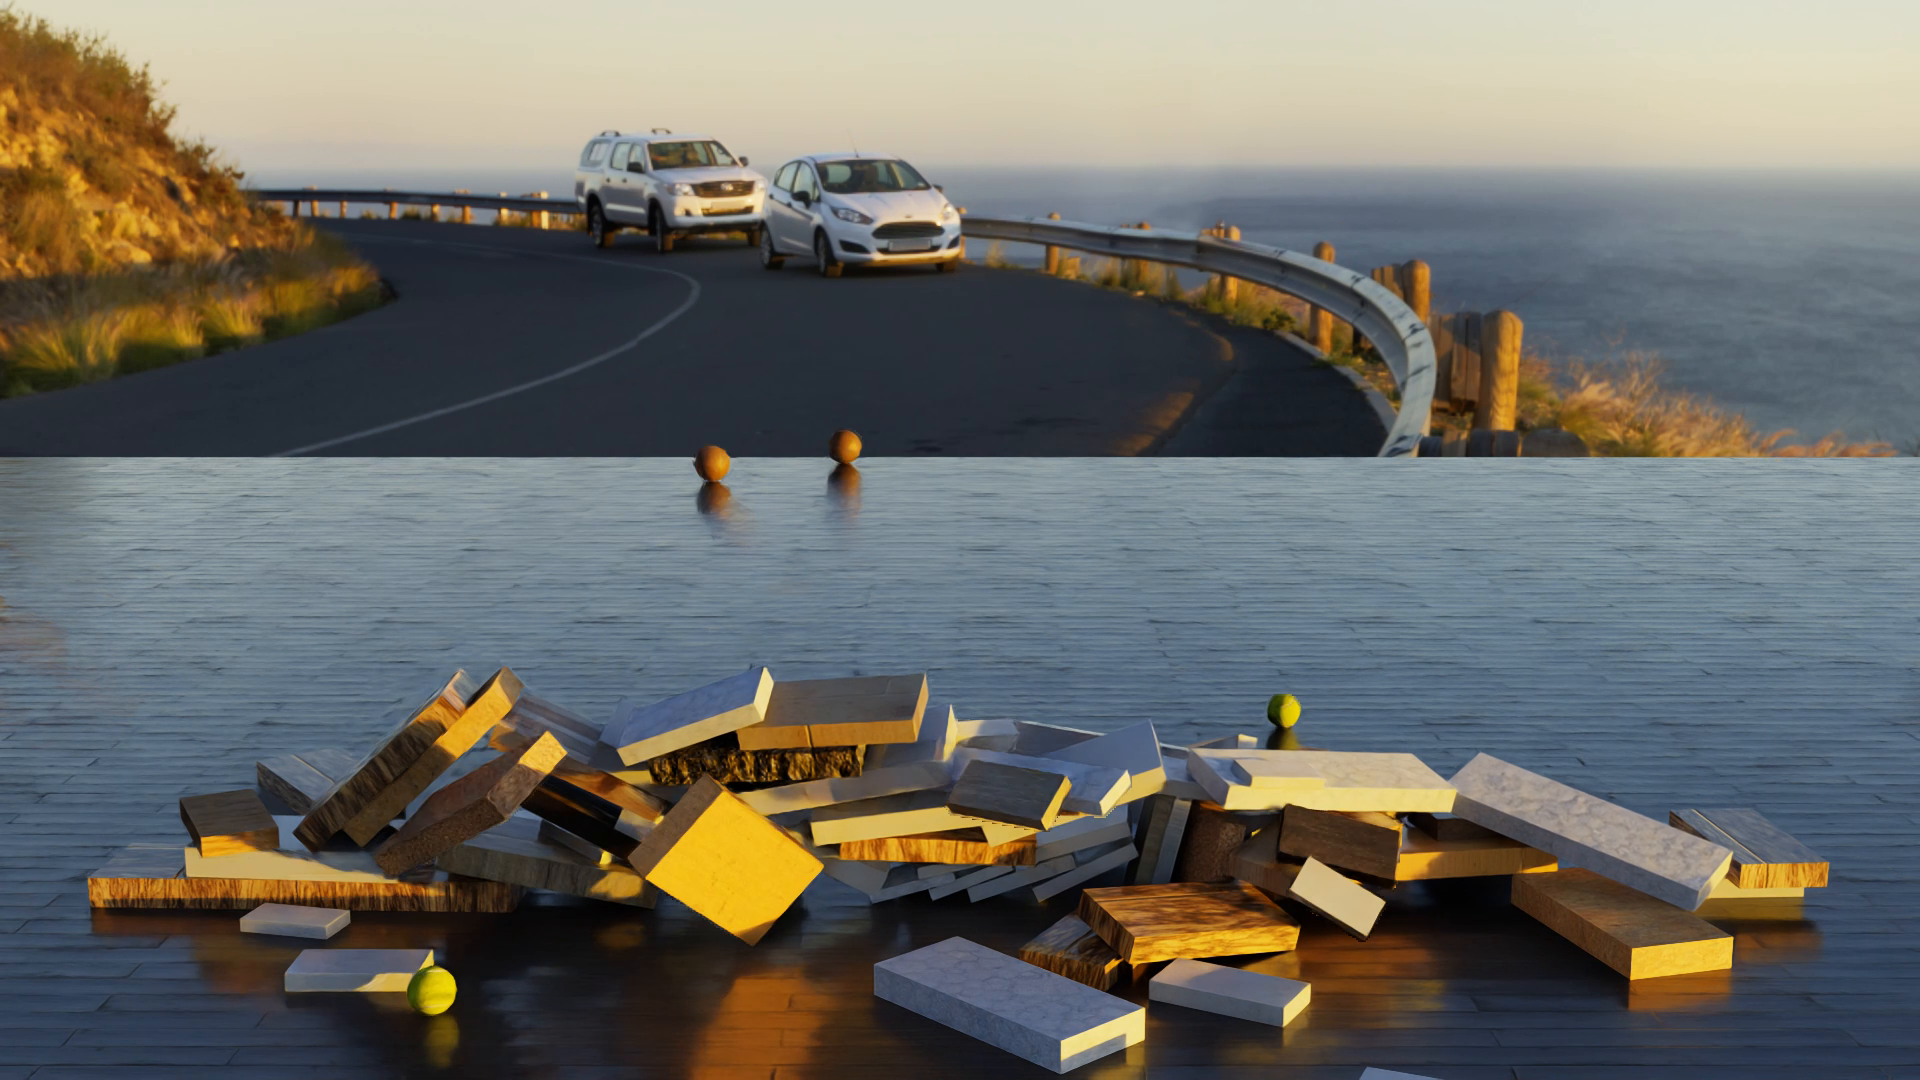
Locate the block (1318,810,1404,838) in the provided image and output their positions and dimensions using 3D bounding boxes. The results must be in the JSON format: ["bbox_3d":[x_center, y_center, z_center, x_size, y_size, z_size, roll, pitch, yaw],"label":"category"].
[{"bbox_3d":[0.622,0.447,3.594,0.093,0.026,0.185,-14,28,-35],"label":"block"}]

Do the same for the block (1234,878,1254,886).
[{"bbox_3d":[0.482,0.558,3.673,0.144,0.020,0.072,-3,9,-15],"label":"block"}]

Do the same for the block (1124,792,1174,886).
[{"bbox_3d":[0.313,0.495,3.647,0.028,0.194,0.097,13,10,-4],"label":"block"}]

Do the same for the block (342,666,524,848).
[{"bbox_3d":[-0.872,0.356,3.649,0.337,0.048,0.169,-42,10,4],"label":"block"}]

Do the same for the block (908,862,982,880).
[{"bbox_3d":[-0.010,0.522,3.637,0.143,0.020,0.072,-11,18,-13],"label":"block"}]

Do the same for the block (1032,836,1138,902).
[{"bbox_3d":[0.205,0.539,3.666,0.183,0.026,0.091,-25,10,3],"label":"block"}]

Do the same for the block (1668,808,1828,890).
[{"bbox_3d":[1.331,0.520,3.725,0.147,0.042,0.294,-1,11,-4],"label":"block"}]

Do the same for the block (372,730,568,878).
[{"bbox_3d":[-0.779,0.421,3.485,0.338,0.048,0.169,-28,15,40],"label":"block"}]

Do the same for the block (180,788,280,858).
[{"bbox_3d":[-1.220,0.470,3.666,0.121,0.034,0.242,-5,12,-27],"label":"block"}]

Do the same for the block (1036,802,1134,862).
[{"bbox_3d":[0.196,0.489,3.663,0.183,0.026,0.091,-17,11,9],"label":"block"}]

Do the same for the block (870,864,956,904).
[{"bbox_3d":[-0.080,0.560,3.648,0.143,0.020,0.072,-15,17,2],"label":"block"}]

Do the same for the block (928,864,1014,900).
[{"bbox_3d":[0.017,0.553,3.656,0.143,0.020,0.072,-21,11,3],"label":"block"}]

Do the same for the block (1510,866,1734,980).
[{"bbox_3d":[1.040,0.600,3.480,0.175,0.049,0.349,-3,11,-16],"label":"block"}]

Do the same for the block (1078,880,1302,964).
[{"bbox_3d":[0.354,0.587,3.398,0.310,0.044,0.155,2,18,-30],"label":"block"}]

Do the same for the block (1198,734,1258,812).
[{"bbox_3d":[0.447,0.431,3.924,0.036,0.126,0.253,15,-18,-18],"label":"block"}]

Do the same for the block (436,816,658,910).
[{"bbox_3d":[-0.676,0.526,3.654,0.356,0.050,0.178,12,10,-8],"label":"block"}]

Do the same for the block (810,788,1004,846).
[{"bbox_3d":[-0.086,0.419,3.571,0.304,0.043,0.152,-7,25,2],"label":"block"}]

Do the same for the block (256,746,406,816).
[{"bbox_3d":[-1.202,0.468,4.194,0.168,0.048,0.336,-7,13,-35],"label":"block"}]

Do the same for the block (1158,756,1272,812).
[{"bbox_3d":[0.412,0.398,3.606,0.194,0.028,0.097,10,16,-9],"label":"block"}]

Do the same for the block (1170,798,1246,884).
[{"bbox_3d":[0.385,0.498,3.655,0.040,0.142,0.284,9,7,-18],"label":"block"}]

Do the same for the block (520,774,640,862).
[{"bbox_3d":[-0.566,0.467,3.667,0.300,0.042,0.150,26,18,3],"label":"block"}]

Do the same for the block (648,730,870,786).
[{"bbox_3d":[-0.315,0.322,3.537,0.338,0.048,0.169,-4,26,10],"label":"block"}]

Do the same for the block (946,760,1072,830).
[{"bbox_3d":[0.074,0.391,3.381,0.177,0.025,0.089,6,48,35],"label":"block"}]

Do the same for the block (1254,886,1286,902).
[{"bbox_3d":[0.567,0.575,3.693,0.144,0.020,0.072,-5,12,-25],"label":"block"}]

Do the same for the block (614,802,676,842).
[{"bbox_3d":[-0.408,0.500,3.645,0.300,0.042,0.150,26,18,3],"label":"block"}]

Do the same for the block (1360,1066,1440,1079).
[{"bbox_3d":[0.547,0.735,2.806,0.105,0.030,0.210,5,11,23],"label":"block"}]

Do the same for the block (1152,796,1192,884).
[{"bbox_3d":[0.342,0.493,3.640,0.028,0.194,0.097,13,14,-4],"label":"block"}]

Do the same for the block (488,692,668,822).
[{"bbox_3d":[-0.613,0.357,3.639,0.300,0.042,0.150,25,18,1],"label":"block"}]

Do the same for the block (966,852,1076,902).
[{"bbox_3d":[0.100,0.549,3.665,0.183,0.026,0.091,-19,11,1],"label":"block"}]

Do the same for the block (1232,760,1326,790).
[{"bbox_3d":[0.509,0.375,3.517,0.134,0.019,0.067,4,18,-23],"label":"block"}]

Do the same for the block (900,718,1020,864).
[{"bbox_3d":[-0.007,0.431,3.746,0.142,0.283,0.040,-1,35,-28],"label":"block"}]

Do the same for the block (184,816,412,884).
[{"bbox_3d":[-1.081,0.513,3.668,0.356,0.050,0.178,1,11,5],"label":"block"}]

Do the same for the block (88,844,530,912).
[{"bbox_3d":[-1.074,0.563,3.676,0.699,0.050,0.178,0,11,2],"label":"block"}]

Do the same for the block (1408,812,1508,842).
[{"bbox_3d":[0.913,0.469,3.740,0.268,0.038,0.134,-2,8,-10],"label":"block"}]
